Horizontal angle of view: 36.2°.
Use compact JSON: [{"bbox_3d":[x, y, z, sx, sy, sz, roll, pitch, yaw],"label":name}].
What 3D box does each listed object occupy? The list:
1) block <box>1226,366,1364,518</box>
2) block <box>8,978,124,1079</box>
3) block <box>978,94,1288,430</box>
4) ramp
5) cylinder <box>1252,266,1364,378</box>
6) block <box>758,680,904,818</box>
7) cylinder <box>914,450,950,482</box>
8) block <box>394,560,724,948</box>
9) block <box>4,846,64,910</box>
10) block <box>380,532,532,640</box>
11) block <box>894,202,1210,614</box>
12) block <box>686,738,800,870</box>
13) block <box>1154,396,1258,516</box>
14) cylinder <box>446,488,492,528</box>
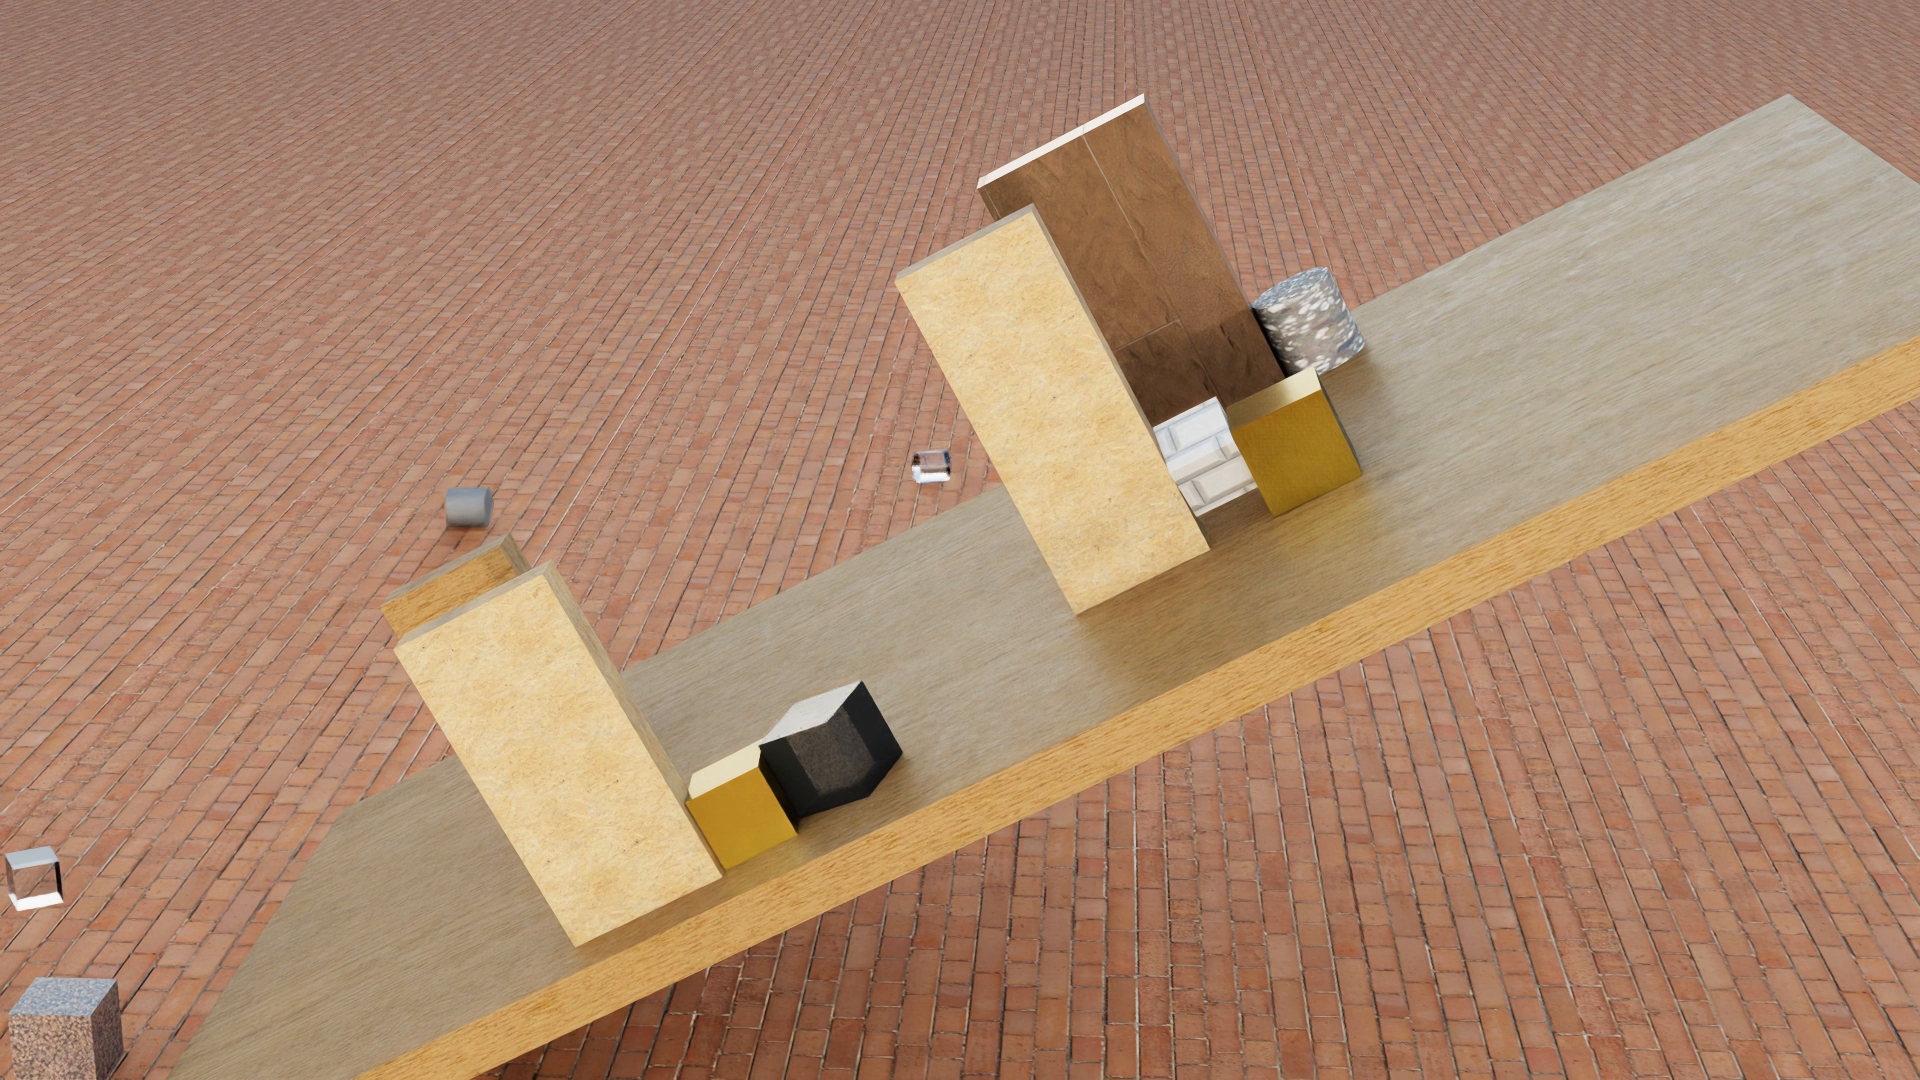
[{"bbox_3d":[0.671,-0.199,5.918,0.197,0.197,0.197,-26,14,10],"label":"block"},{"bbox_3d":[-1.938,1.072,6.382,0.179,0.179,0.179,1,17,3],"label":"block"},{"bbox_3d":[0.399,-0.581,6.683,0.418,0.738,0.127,-26,14,11],"label":"block"},{"bbox_3d":[0.141,0.167,6.281,4.000,0.100,2.000,-26,14,11],"label":"ramp"},{"bbox_3d":[0.798,-0.495,6.736,0.192,0.192,0.192,-27,14,7],"label":"cylinder"},{"bbox_3d":[-0.247,0.402,5.648,0.168,0.168,0.168,-20,16,31],"label":"block"},{"bbox_3d":[-0.103,-0.269,10.806,0.112,0.112,0.112,-5,18,-15],"label":"cylinder"},{"bbox_3d":[-0.748,0.407,5.549,0.324,0.676,0.090,-26,14,11],"label":"block"},{"bbox_3d":[-2.286,0.835,7.260,0.110,0.110,0.110,-9,19,-26],"label":"block"},{"bbox_3d":[-1.002,0.313,6.575,0.310,0.584,0.112,-26,14,11],"label":"block"},{"bbox_3d":[0.189,-0.257,5.872,0.304,0.772,0.094,-26,14,11],"label":"block"},{"bbox_3d":[-0.412,0.506,5.626,0.156,0.156,0.156,-27,14,7],"label":"block"},{"bbox_3d":[0.495,-0.167,5.917,0.142,0.142,0.142,-26,43,10],"label":"block"},{"bbox_3d":[-1.715,-0.112,10.266,0.133,0.133,0.133,1,17,3],"label":"cylinder"}]
